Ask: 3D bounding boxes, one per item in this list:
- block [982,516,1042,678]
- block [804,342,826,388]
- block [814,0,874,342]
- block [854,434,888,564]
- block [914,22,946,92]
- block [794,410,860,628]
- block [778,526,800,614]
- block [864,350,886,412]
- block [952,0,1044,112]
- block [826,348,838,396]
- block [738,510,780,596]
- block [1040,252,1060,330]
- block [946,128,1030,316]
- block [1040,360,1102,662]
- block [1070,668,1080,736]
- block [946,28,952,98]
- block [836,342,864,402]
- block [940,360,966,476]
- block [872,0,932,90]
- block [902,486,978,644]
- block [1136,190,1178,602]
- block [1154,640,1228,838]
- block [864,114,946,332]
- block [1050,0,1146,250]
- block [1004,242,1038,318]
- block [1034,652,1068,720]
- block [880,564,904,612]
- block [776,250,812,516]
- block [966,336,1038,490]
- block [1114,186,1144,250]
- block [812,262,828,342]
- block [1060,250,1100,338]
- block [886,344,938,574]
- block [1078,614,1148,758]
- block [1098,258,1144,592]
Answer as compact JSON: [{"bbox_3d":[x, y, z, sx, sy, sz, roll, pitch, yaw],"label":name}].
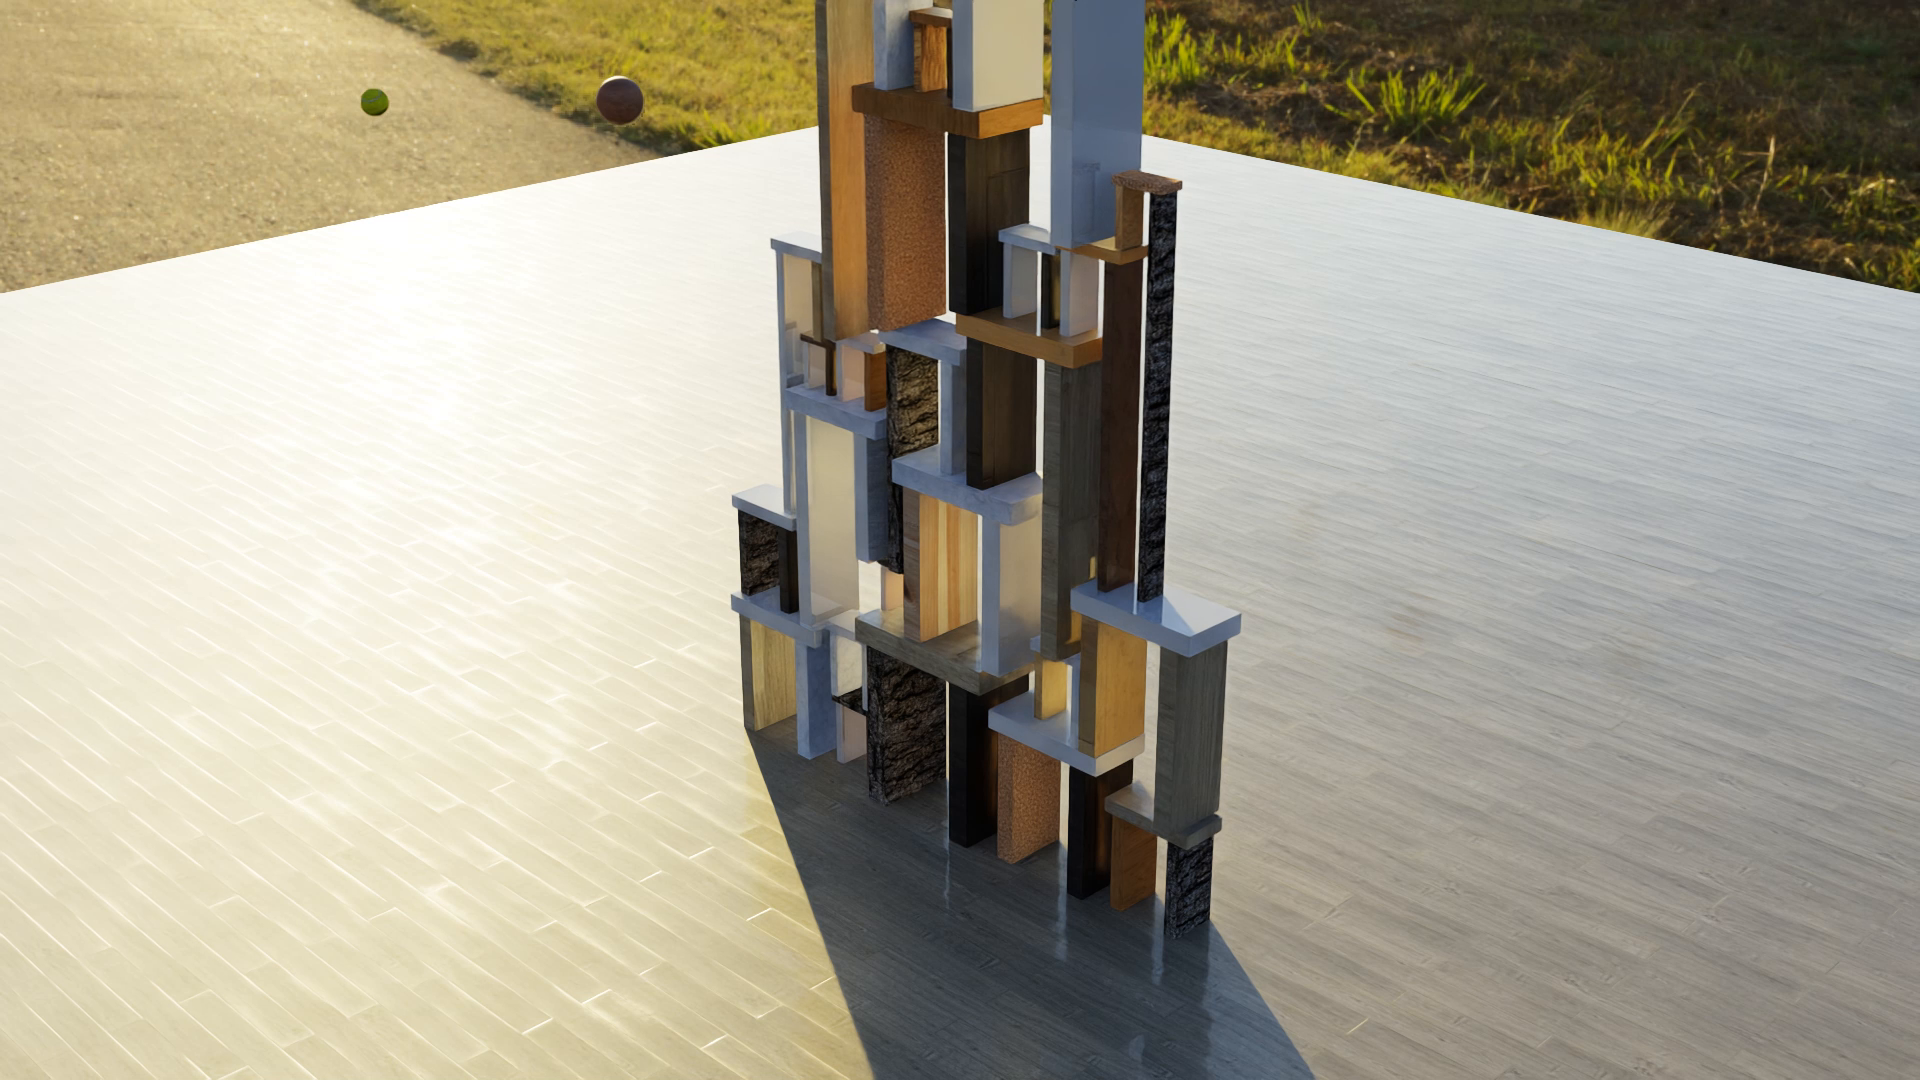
[{"bbox_3d":[0.112,0.085,4.137,0.045,0.316,0.158,21,31,41],"label":"block"},{"bbox_3d":[-0.288,-0.354,4.385,0.049,0.097,0.014,-21,31,-41],"label":"block"},{"bbox_3d":[-0.211,-0.740,4.128,0.116,0.736,0.033,-21,31,-40],"label":"block"},{"bbox_3d":[-0.145,-0.099,4.347,0.134,0.267,0.038,-21,31,-40],"label":"block"},{"bbox_3d":[-0.054,-0.863,3.914,0.017,0.122,0.061,21,31,41],"label":"block"},{"bbox_3d":[-0.272,-0.056,4.503,0.038,0.469,0.134,21,31,41],"label":"block"},{"bbox_3d":[-0.333,0.050,4.607,0.097,0.194,0.027,-21,31,-41],"label":"block"},{"bbox_3d":[-0.157,-0.313,4.259,0.060,0.120,0.017,-21,32,-40],"label":"block"},{"bbox_3d":[0.066,-0.923,3.765,0.174,0.348,0.049,-22,31,-40],"label":"block"},{"bbox_3d":[-0.243,-0.336,4.342,0.014,0.097,0.049,22,31,40],"label":"block"},{"bbox_3d":[-0.424,0.014,4.691,0.027,0.194,0.097,21,31,40],"label":"block"},{"bbox_3d":[0.172,-0.443,3.849,0.068,0.136,0.019,-21,31,-40],"label":"block"},{"bbox_3d":[0.052,-0.577,3.927,0.162,0.323,0.046,-22,31,-40],"label":"block"},{"bbox_3d":[0.212,-0.064,3.966,0.144,0.572,0.041,-21,31,-40],"label":"block"},{"bbox_3d":[0.238,0.290,4.093,0.070,0.139,0.020,-21,31,-41],"label":"block"},{"bbox_3d":[0.004,-0.840,3.861,0.017,0.122,0.061,22,31,40],"label":"block"},{"bbox_3d":[-0.214,-0.335,4.312,0.060,0.120,0.017,-21,31,-40],"label":"block"},{"bbox_3d":[0.013,-0.239,4.105,0.031,0.218,0.109,22,31,40],"label":"block"},{"bbox_3d":[-0.101,-0.930,3.930,0.033,0.232,0.116,21,31,40],"label":"block"},{"bbox_3d":[-0.037,0.027,4.274,0.045,0.316,0.158,21,31,41],"label":"block"},{"bbox_3d":[0.336,-0.236,3.759,0.054,0.735,0.015,-21,31,-40],"label":"block"},{"bbox_3d":[0.410,0.338,3.915,0.139,0.366,0.039,-21,31,-40],"label":"block"},{"bbox_3d":[-0.100,-0.600,4.083,0.046,0.402,0.162,21,31,41],"label":"block"},{"bbox_3d":[0.229,-0.768,3.650,0.174,0.544,0.049,-22,31,-40],"label":"block"},{"bbox_3d":[0.108,-0.467,3.908,0.068,0.136,0.019,-22,31,-40],"label":"block"},{"bbox_3d":[0.172,0.264,4.154,0.070,0.139,0.020,-21,31,-41],"label":"block"},{"bbox_3d":[-0.136,0.089,4.406,0.014,0.098,0.049,21,31,41],"label":"block"},{"bbox_3d":[-0.327,-0.321,4.450,0.023,0.557,0.080,21,31,40],"label":"block"},{"bbox_3d":[0.077,-0.248,4.035,0.041,0.287,0.144,21,31,41],"label":"block"},{"bbox_3d":[0.284,-0.545,3.682,0.054,0.107,0.015,-21,30,-39],"label":"block"},{"bbox_3d":[-0.252,-0.474,4.302,0.023,0.160,0.080,21,31,40],"label":"block"},{"bbox_3d":[0.208,-0.435,3.810,0.076,0.152,0.022,-22,31,-40],"label":"block"},{"bbox_3d":[-0.090,-0.166,4.250,0.031,0.466,0.109,21,31,40],"label":"block"},{"bbox_3d":[0.281,0.246,4.019,0.039,0.278,0.139,21,31,41],"label":"block"},{"bbox_3d":[0.279,-0.198,3.833,0.076,0.606,0.022,-21,31,-40],"label":"block"}]
